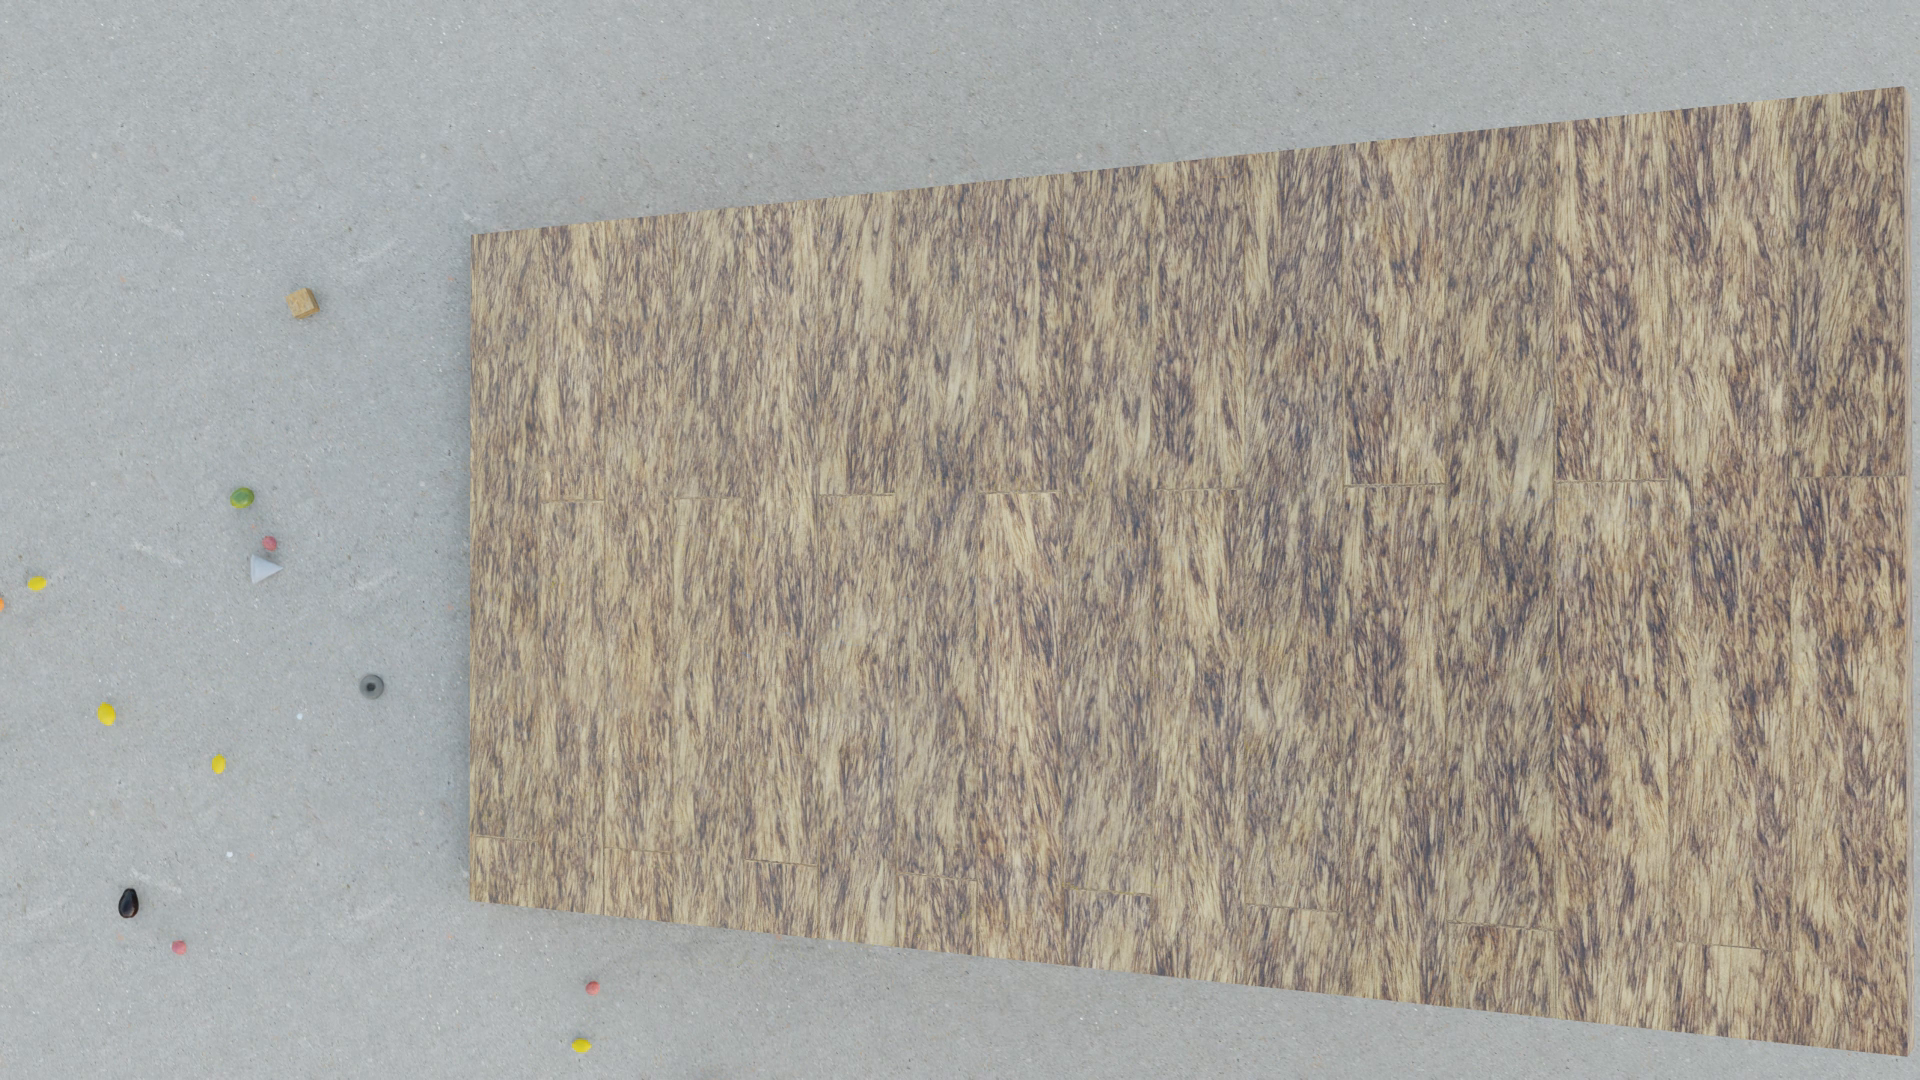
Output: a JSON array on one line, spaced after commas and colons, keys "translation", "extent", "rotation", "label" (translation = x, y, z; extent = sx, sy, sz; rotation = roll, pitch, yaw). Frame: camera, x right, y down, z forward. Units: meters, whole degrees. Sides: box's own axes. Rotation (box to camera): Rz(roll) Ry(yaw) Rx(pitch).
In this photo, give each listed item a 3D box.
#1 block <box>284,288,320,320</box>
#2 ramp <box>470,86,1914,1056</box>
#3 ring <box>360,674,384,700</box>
[{"translation": [-1.992, -0.717, 6.665], "extent": [0.068, 0.068, 0.068], "rotation": [-24, 90, 0], "label": "block"}, {"translation": [0.265, 0.073, 5.611], "extent": [4.000, 0.100, 2.000], "rotation": [0, 89, 31], "label": "ramp"}, {"translation": [-1.786, 0.446, 6.676], "extent": [0.075, 0.025, 0.075], "rotation": [0, 88, 1], "label": "ring"}]
